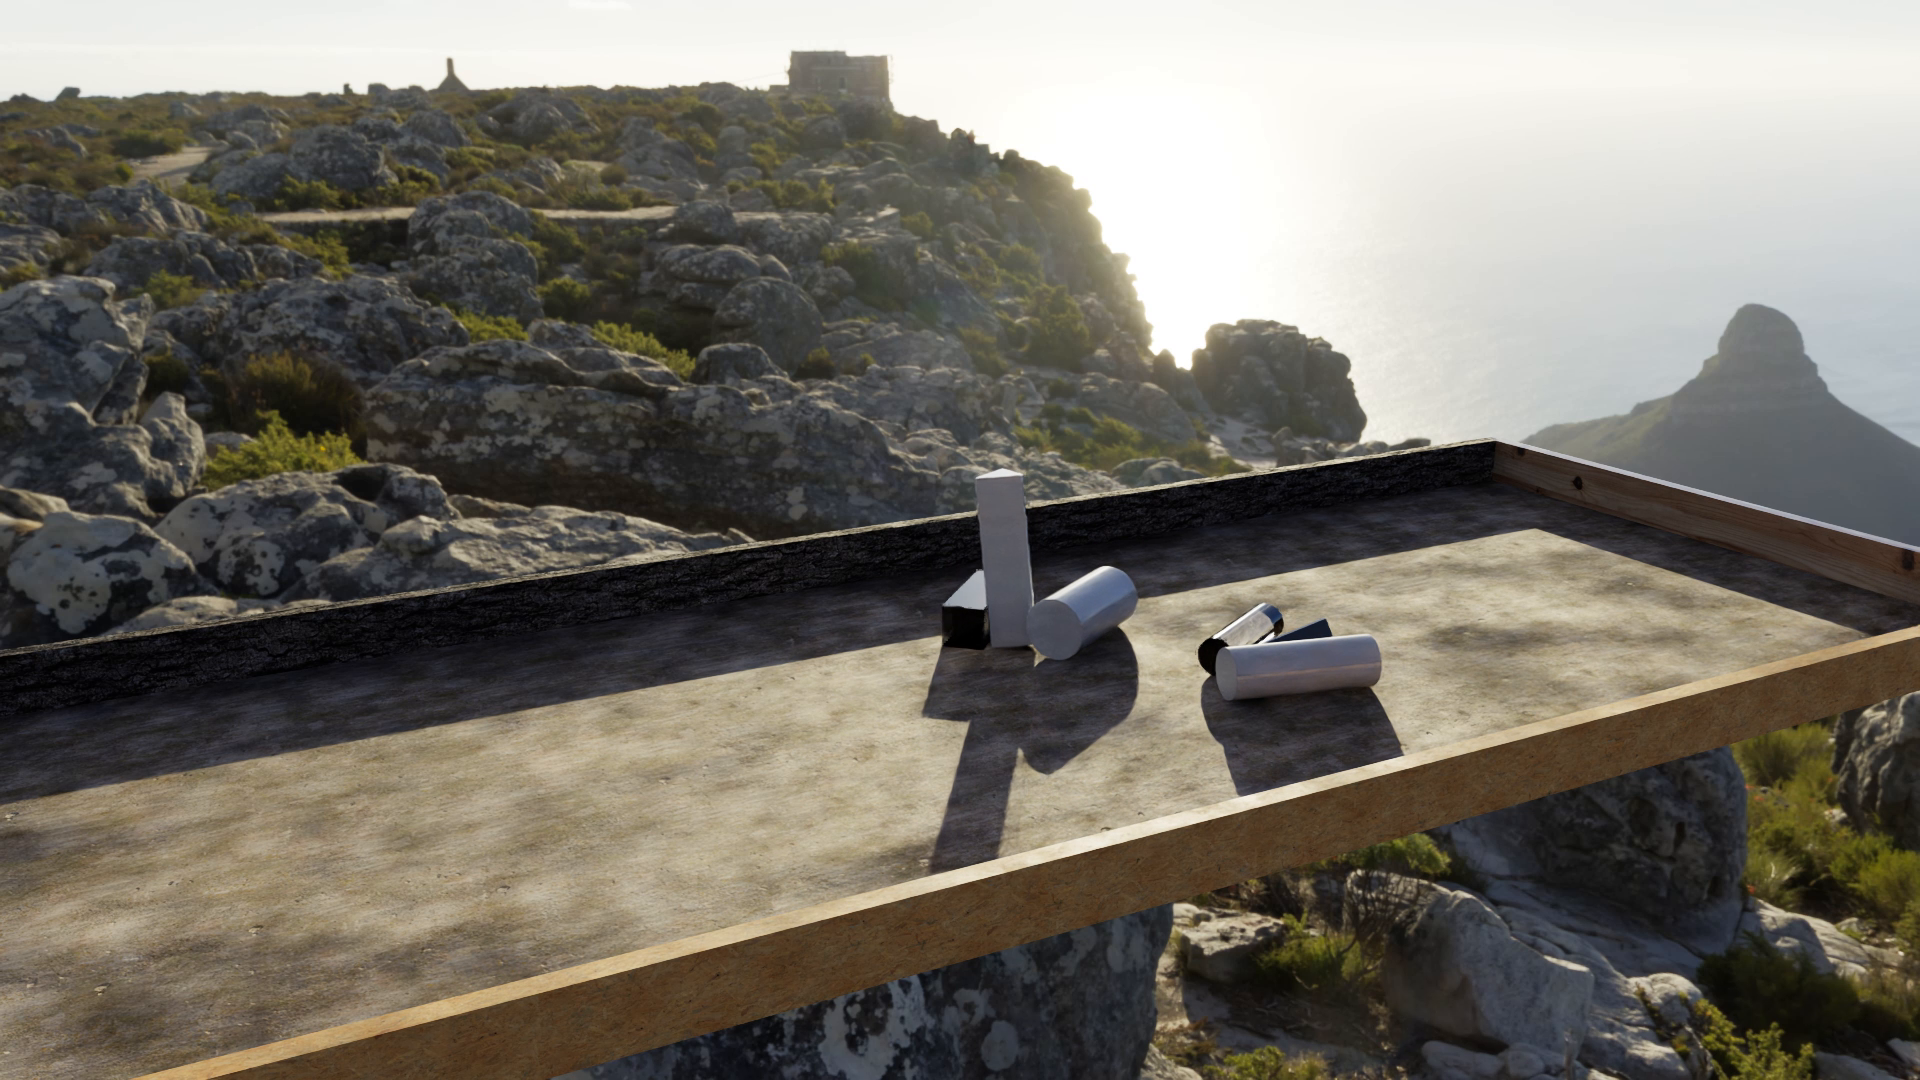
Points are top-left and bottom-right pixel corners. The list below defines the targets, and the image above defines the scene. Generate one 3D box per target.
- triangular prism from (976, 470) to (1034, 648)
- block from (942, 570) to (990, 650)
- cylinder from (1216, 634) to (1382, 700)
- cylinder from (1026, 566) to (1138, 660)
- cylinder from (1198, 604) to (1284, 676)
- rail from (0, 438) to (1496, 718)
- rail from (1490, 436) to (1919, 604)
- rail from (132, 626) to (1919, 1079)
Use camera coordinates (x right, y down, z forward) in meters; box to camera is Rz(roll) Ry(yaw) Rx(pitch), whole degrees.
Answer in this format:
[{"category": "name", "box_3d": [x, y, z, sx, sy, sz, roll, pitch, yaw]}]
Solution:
[{"category": "triangular prism", "box_3d": [0.127, 0.046, 4.378, 0.123, 0.459, 0.107, -4, 13, 7]}, {"category": "block", "box_3d": [0.055, 0.189, 4.512, 0.113, 0.113, 0.326, 5, 17, 17]}, {"category": "cylinder", "box_3d": [0.833, 0.312, 4.060, 0.383, 0.131, 0.131, -4, 17, -14]}, {"category": "cylinder", "box_3d": [0.329, 0.192, 4.409, 0.165, 0.165, 0.331, 10, 19, 30]}, {"category": "cylinder", "box_3d": [0.734, 0.257, 4.296, 0.102, 0.102, 0.326, 10, 19, 31]}, {"category": "rail", "box_3d": [-3.305, 0.497, 3.399, 12.000, 0.150, 0.050, -9, 18, -27]}, {"category": "rail", "box_3d": [2.466, -0.048, 5.253, 0.050, 0.150, 2.100, -9, 18, -27]}, {"category": "rail", "box_3d": [-2.336, 1.006, 1.665, 12.000, 0.150, 0.050, -9, 18, -27]}]
